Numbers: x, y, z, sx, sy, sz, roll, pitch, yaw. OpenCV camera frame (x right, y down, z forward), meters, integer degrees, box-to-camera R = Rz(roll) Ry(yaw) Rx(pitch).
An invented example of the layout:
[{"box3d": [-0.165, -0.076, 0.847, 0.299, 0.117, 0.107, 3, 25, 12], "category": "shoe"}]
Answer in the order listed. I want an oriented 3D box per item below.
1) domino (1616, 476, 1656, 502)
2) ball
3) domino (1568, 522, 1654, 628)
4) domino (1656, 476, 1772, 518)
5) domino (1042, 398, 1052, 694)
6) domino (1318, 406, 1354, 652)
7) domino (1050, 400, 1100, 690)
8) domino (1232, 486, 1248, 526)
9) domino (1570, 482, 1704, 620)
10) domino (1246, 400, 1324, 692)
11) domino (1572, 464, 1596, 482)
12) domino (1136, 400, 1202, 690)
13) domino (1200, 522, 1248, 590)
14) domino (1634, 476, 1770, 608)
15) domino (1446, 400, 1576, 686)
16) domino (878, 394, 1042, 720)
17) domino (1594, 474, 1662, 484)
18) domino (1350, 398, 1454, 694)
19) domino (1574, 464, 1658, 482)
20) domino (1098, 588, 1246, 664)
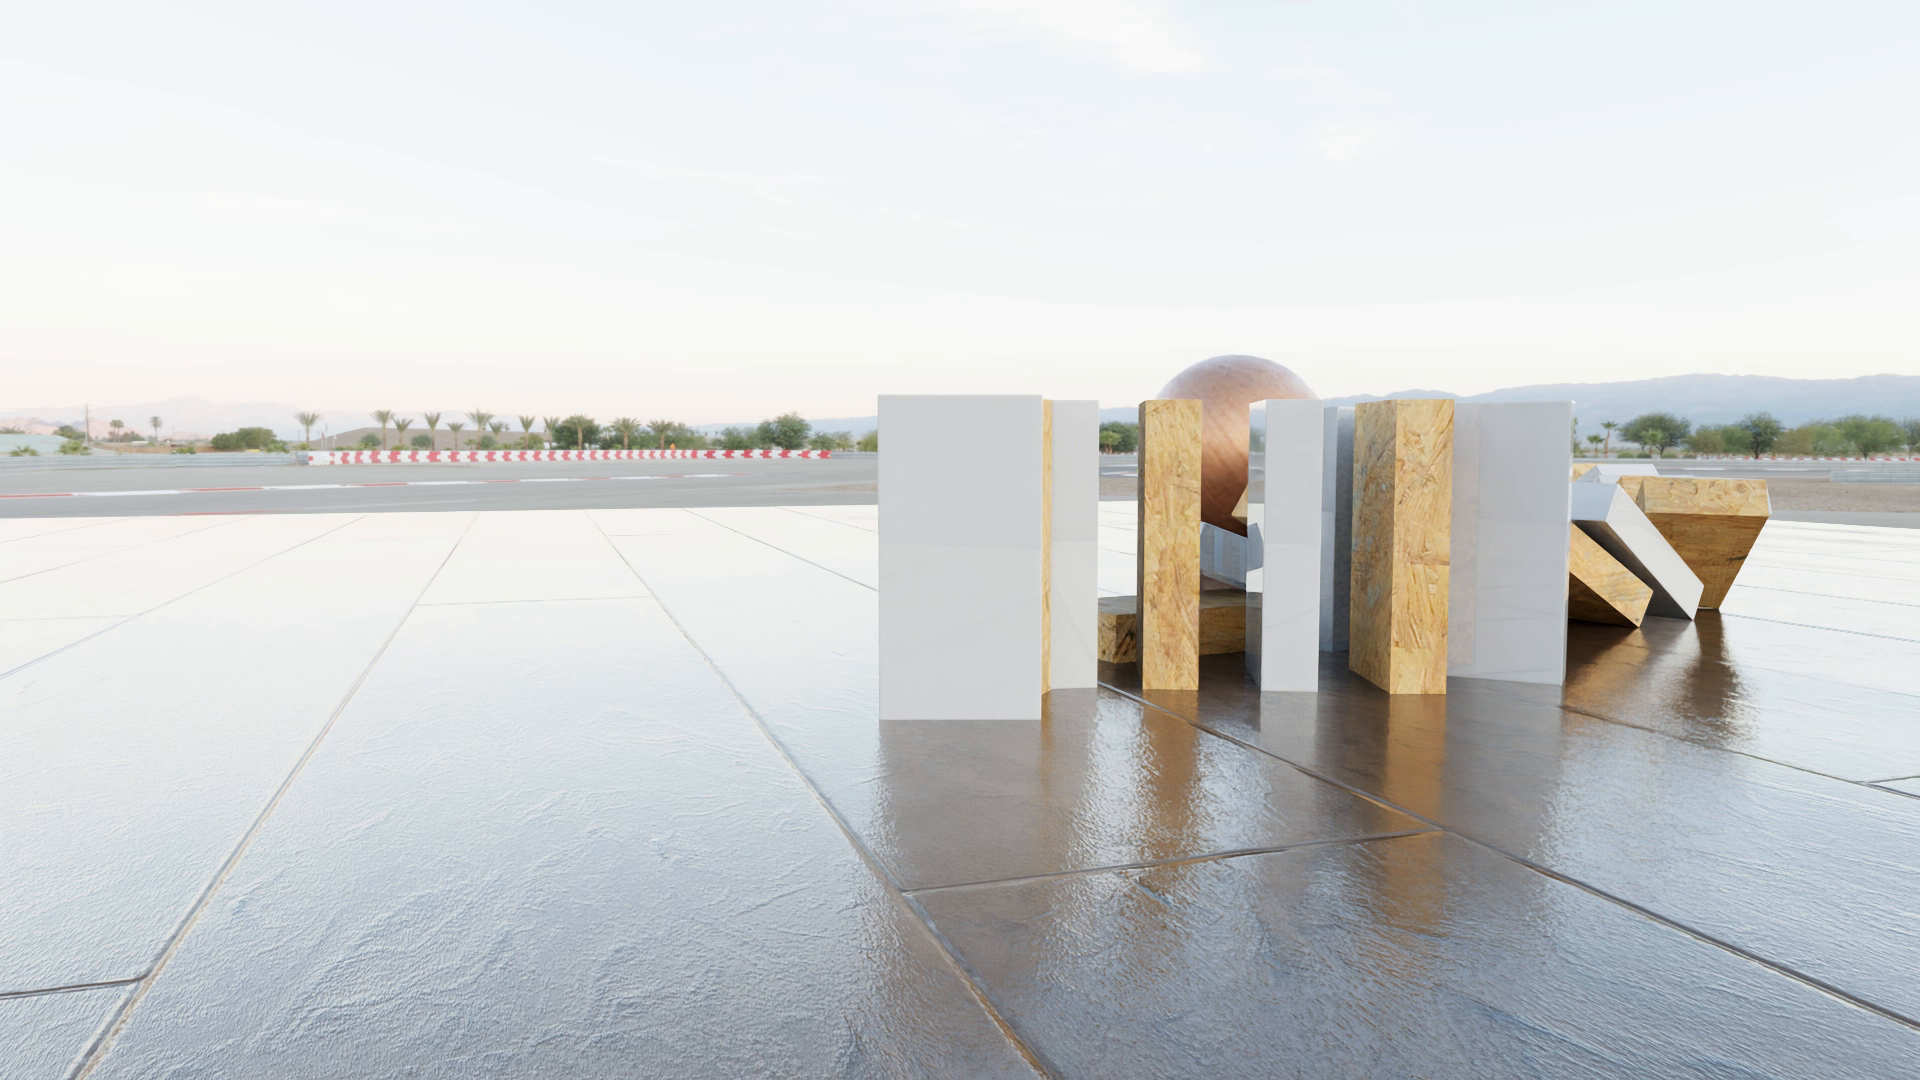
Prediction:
[{"box3d": [0.187, -0.001, 0.355, 0.025, 0.009, 0.050, 2, -26, 6], "category": "domino"}, {"box3d": [0.115, -0.038, 0.540, 0.080, 0.080, 0.080, 0, 4, 0], "category": "ball"}, {"box3d": [0.135, 0.004, 0.299, 0.050, 0.010, 0.025, 31, -11, -26], "category": "domino"}, {"box3d": [0.187, 0.000, 0.335, 0.025, 0.010, 0.050, 3, -26, 8], "category": "domino"}, {"box3d": [0.002, 0.001, 0.221, 0.025, 0.050, 0.010, 2, 5, 23], "category": "domino"}, {"box3d": [0.084, -0.003, 0.270, 0.025, 0.050, 0.010, -3, 5, -31], "category": "domino"}, {"box3d": [0.017, 0.000, 0.234, 0.010, 0.050, 0.025, -1, 4, -9], "category": "domino"}, {"box3d": [0.090, 0.003, 0.297, 0.050, 0.010, 0.025, 29, -3, -12], "category": "domino"}, {"box3d": [0.154, 0.003, 0.307, 0.050, 0.010, 0.025, 34, -16, -33], "category": "domino"}, {"box3d": [0.058, 0.000, 0.231, 0.009, 0.050, 0.025, 0, 4, 6], "category": "domino"}, {"box3d": [0.193, -0.008, 0.433, 0.025, 0.010, 0.050, -2, -30, -24], "category": "domino"}, {"box3d": [0.038, 0.000, 0.233, 0.010, 0.050, 0.025, 0, 4, 5], "category": "domino"}, {"box3d": [0.071, 0.008, 0.294, 0.050, 0.010, 0.025, 19, -1, -15], "category": "domino"}, {"box3d": [0.179, 0.001, 0.317, 0.025, 0.009, 0.050, 3, -27, 19], "category": "domino"}, {"box3d": [0.097, 0.000, 0.234, 0.025, 0.050, 0.010, 2, 5, 29], "category": "domino"}, {"box3d": [0.000, 0.002, 0.201, 0.025, 0.050, 0.010, 0, 4, 0], "category": "domino"}, {"box3d": [0.191, -0.002, 0.374, 0.025, 0.010, 0.050, 0, -27, 5], "category": "domino"}, {"box3d": [0.078, 0.000, 0.229, 0.010, 0.050, 0.025, 0, 4, 1], "category": "domino"}, {"box3d": [0.200, -0.007, 0.418, 0.025, 0.009, 0.050, -2, -30, -24], "category": "domino"}, {"box3d": [0.046, 0.018, 0.271, 0.050, 0.010, 0.025, -2, 5, -28], "category": "domino"}]
